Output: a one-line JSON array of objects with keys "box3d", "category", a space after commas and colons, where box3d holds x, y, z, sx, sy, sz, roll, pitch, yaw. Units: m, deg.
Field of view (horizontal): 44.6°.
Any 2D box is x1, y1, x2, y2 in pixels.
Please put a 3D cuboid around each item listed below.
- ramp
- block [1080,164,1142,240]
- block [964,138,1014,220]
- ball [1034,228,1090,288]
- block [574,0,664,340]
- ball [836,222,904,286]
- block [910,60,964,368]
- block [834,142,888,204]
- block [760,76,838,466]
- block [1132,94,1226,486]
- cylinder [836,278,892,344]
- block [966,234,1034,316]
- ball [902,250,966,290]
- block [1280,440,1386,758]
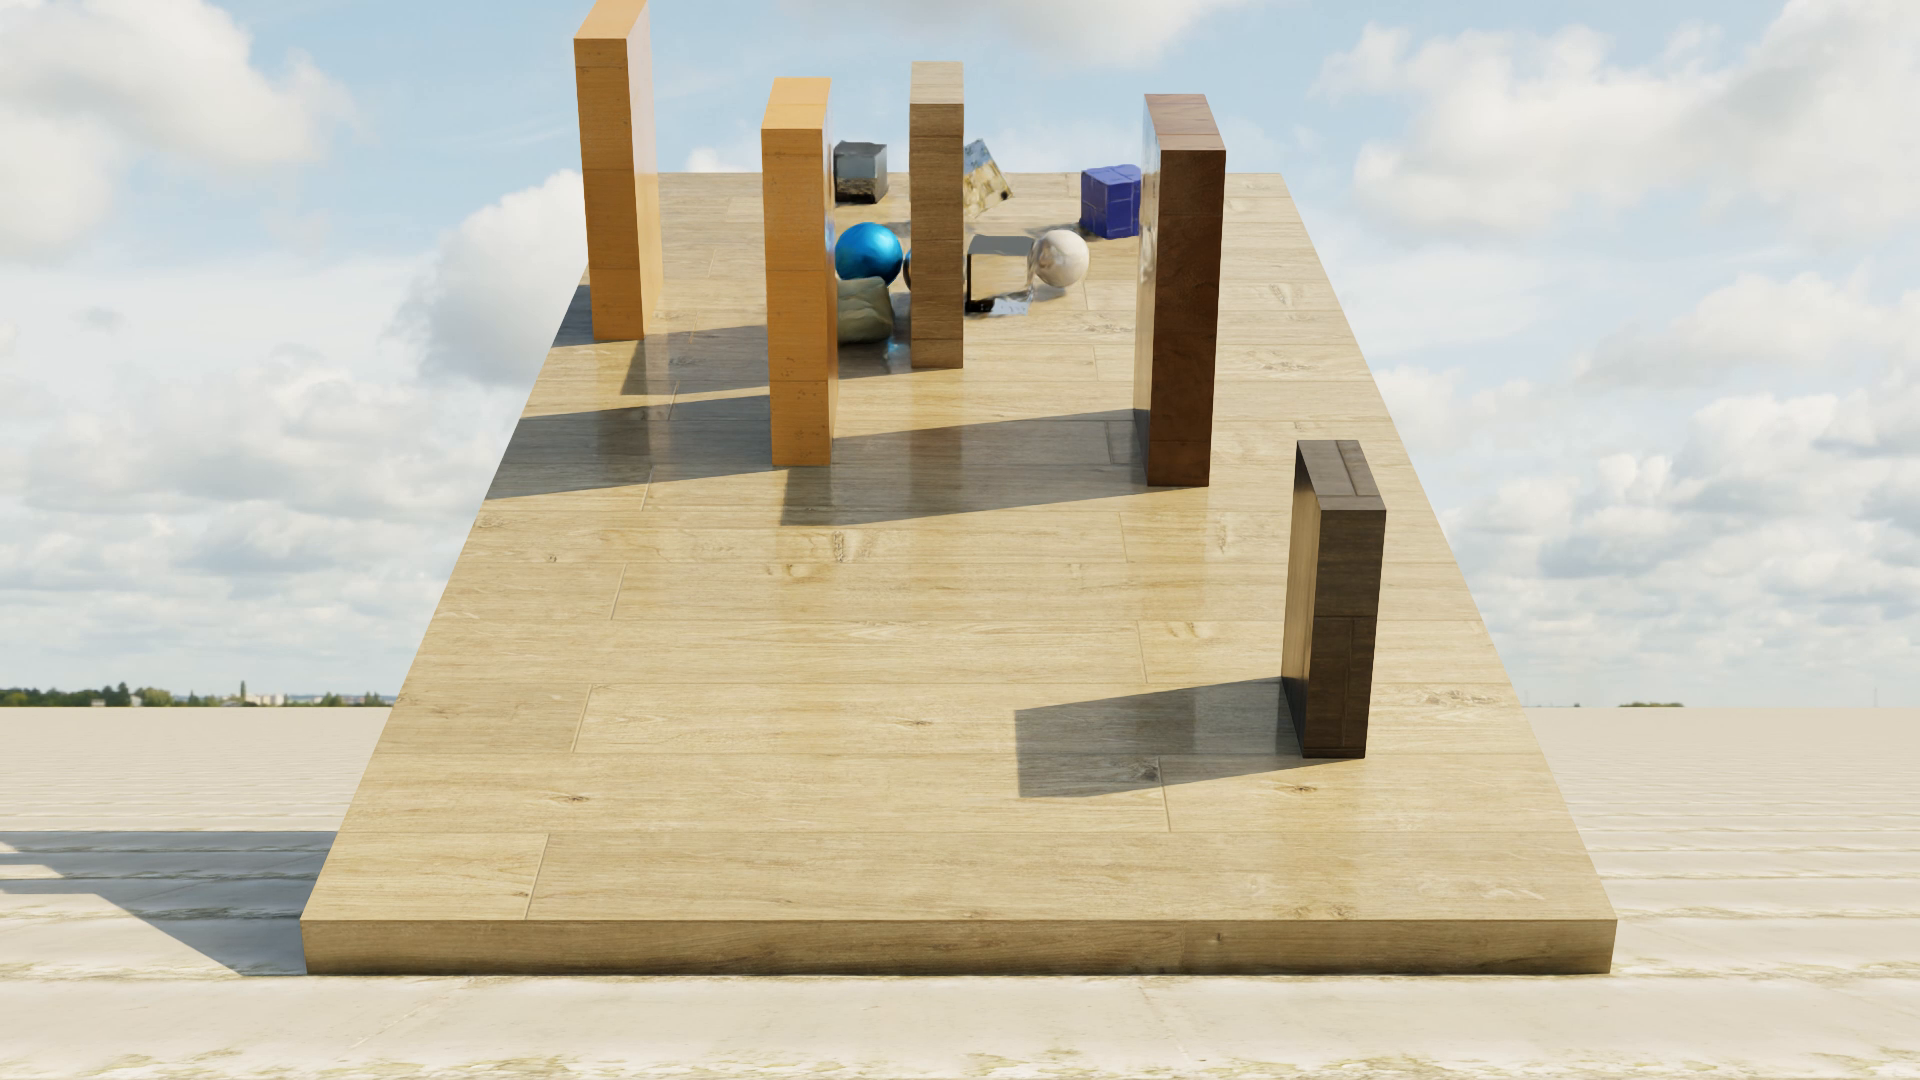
[{"box3d": [-0.009, -0.229, 5.387, 2.000, 0.100, 4.000, 0, 25, 0], "category": "ramp"}, {"box3d": [0.450, -0.958, 6.634, 0.161, 0.161, 0.161, -11, 27, -22], "category": "block"}, {"box3d": [0.047, -1.026, 6.652, 0.138, 0.138, 0.138, -29, -52, 6], "category": "block"}, {"box3d": [0.264, -0.739, 6.148, 0.153, 0.153, 0.153, 0, -4, 0], "category": "ball"}, {"box3d": [-0.850, -0.934, 5.878, 0.125, 0.754, 0.440, 0, 25, 0], "category": "block"}, {"box3d": [-0.239, -0.736, 6.106, 0.181, 0.181, 0.181, 0, -4, 0], "category": "ball"}, {"box3d": [-0.055, -0.796, 5.711, 0.126, 0.650, 0.406, 0, 25, 0], "category": "block"}, {"box3d": [-0.301, -1.085, 6.920, 0.143, 0.143, 0.143, 6, 26, 12], "category": "block"}, {"box3d": [-0.347, -0.595, 5.163, 0.126, 0.752, 0.430, 0, 25, 0], "category": "block"}, {"box3d": [0.468, -0.545, 5.074, 0.132, 0.740, 0.449, 0, 25, 0], "category": "block"}, {"box3d": [-0.266, -0.564, 5.787, 0.159, 0.159, 0.159, -5, -2, -19], "category": "cylinder"}, {"box3d": [0.105, -0.686, 6.056, 0.158, 0.158, 0.158, 4, 25, 7], "category": "block"}, {"box3d": [-0.064, -0.701, 6.074, 0.170, 0.170, 0.170, 0, -4, 0], "category": "ball"}, {"box3d": [0.637, 0.099, 4.027, 0.106, 0.465, 0.295, 0, 25, 0], "category": "block"}]
